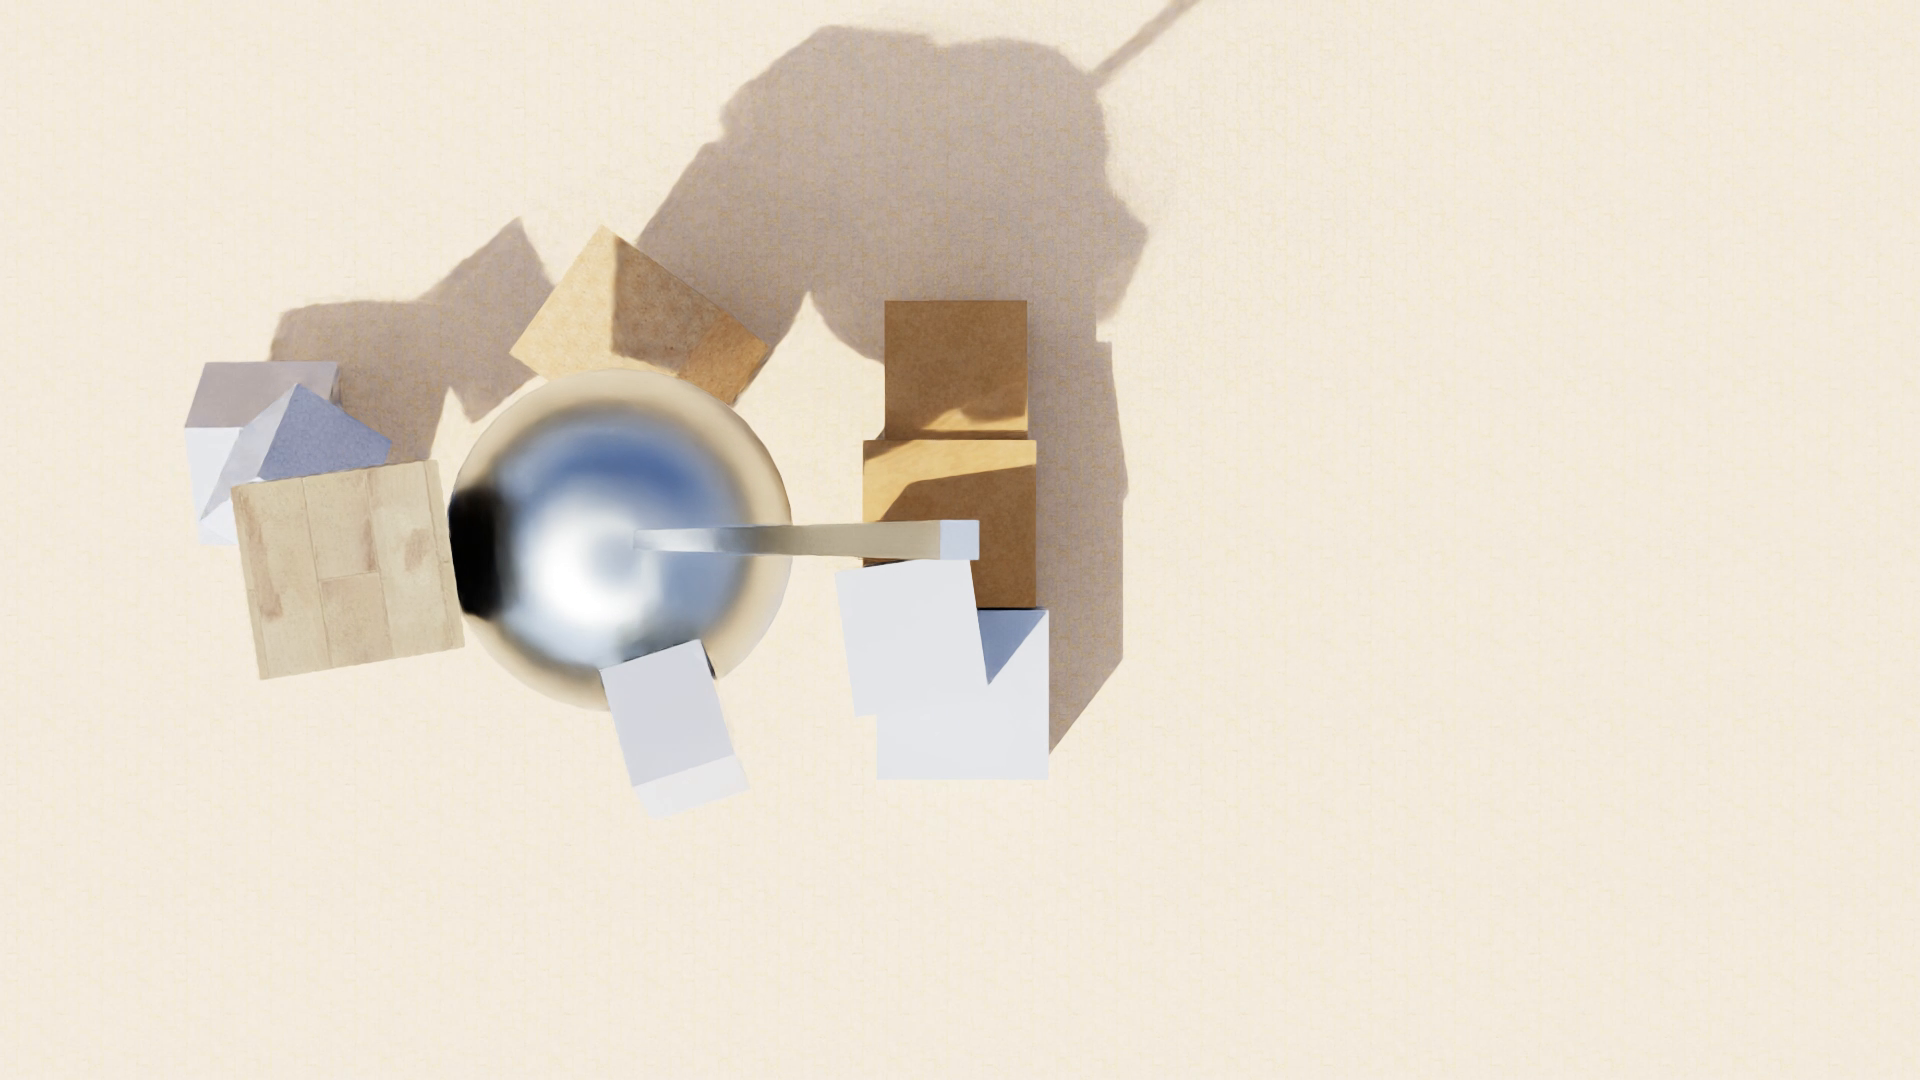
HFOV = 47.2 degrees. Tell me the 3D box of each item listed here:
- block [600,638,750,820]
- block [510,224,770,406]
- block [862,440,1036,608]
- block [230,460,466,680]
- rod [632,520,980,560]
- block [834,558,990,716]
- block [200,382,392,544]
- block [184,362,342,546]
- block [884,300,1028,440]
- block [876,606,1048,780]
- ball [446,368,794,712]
[{"bbox_3d":[-1.231,0.826,9.538,0.446,0.501,0.548,-18,67,-5],"label":"block"},{"bbox_3d":[-1.794,-1.077,12.457,0.885,0.897,0.874,35,90,14],"label":"block"},{"bbox_3d":[-0.058,-0.090,12.563,0.956,0.874,0.920,0,90,0],"label":"block"},{"bbox_3d":[-2.667,0.107,9.551,0.843,0.745,0.809,-9,95,-17],"label":"block"},{"bbox_3d":[-0.681,0.000,6.920,0.080,5.200,0.080,0,90,-15],"label":"rod"},{"bbox_3d":[-0.251,0.489,11.790,0.705,0.676,0.763,-8,91,0],"label":"block"},{"bbox_3d":[-3.506,-0.309,11.625,0.589,0.637,0.634,35,47,-29],"label":"block"},{"bbox_3d":[-3.899,-0.497,12.426,0.728,0.775,0.748,-1,122,-8],"label":"block"},{"bbox_3d":[-0.022,-0.945,12.607,0.793,0.786,0.772,0,90,0],"label":"block"},{"bbox_3d":[0.015,0.856,12.568,0.950,0.865,0.934,0,90,0],"label":"block"},{"bbox_3d":[-1.572,0.000,10.202,1.600,1.600,1.600,0,90,0],"label":"ball"}]
